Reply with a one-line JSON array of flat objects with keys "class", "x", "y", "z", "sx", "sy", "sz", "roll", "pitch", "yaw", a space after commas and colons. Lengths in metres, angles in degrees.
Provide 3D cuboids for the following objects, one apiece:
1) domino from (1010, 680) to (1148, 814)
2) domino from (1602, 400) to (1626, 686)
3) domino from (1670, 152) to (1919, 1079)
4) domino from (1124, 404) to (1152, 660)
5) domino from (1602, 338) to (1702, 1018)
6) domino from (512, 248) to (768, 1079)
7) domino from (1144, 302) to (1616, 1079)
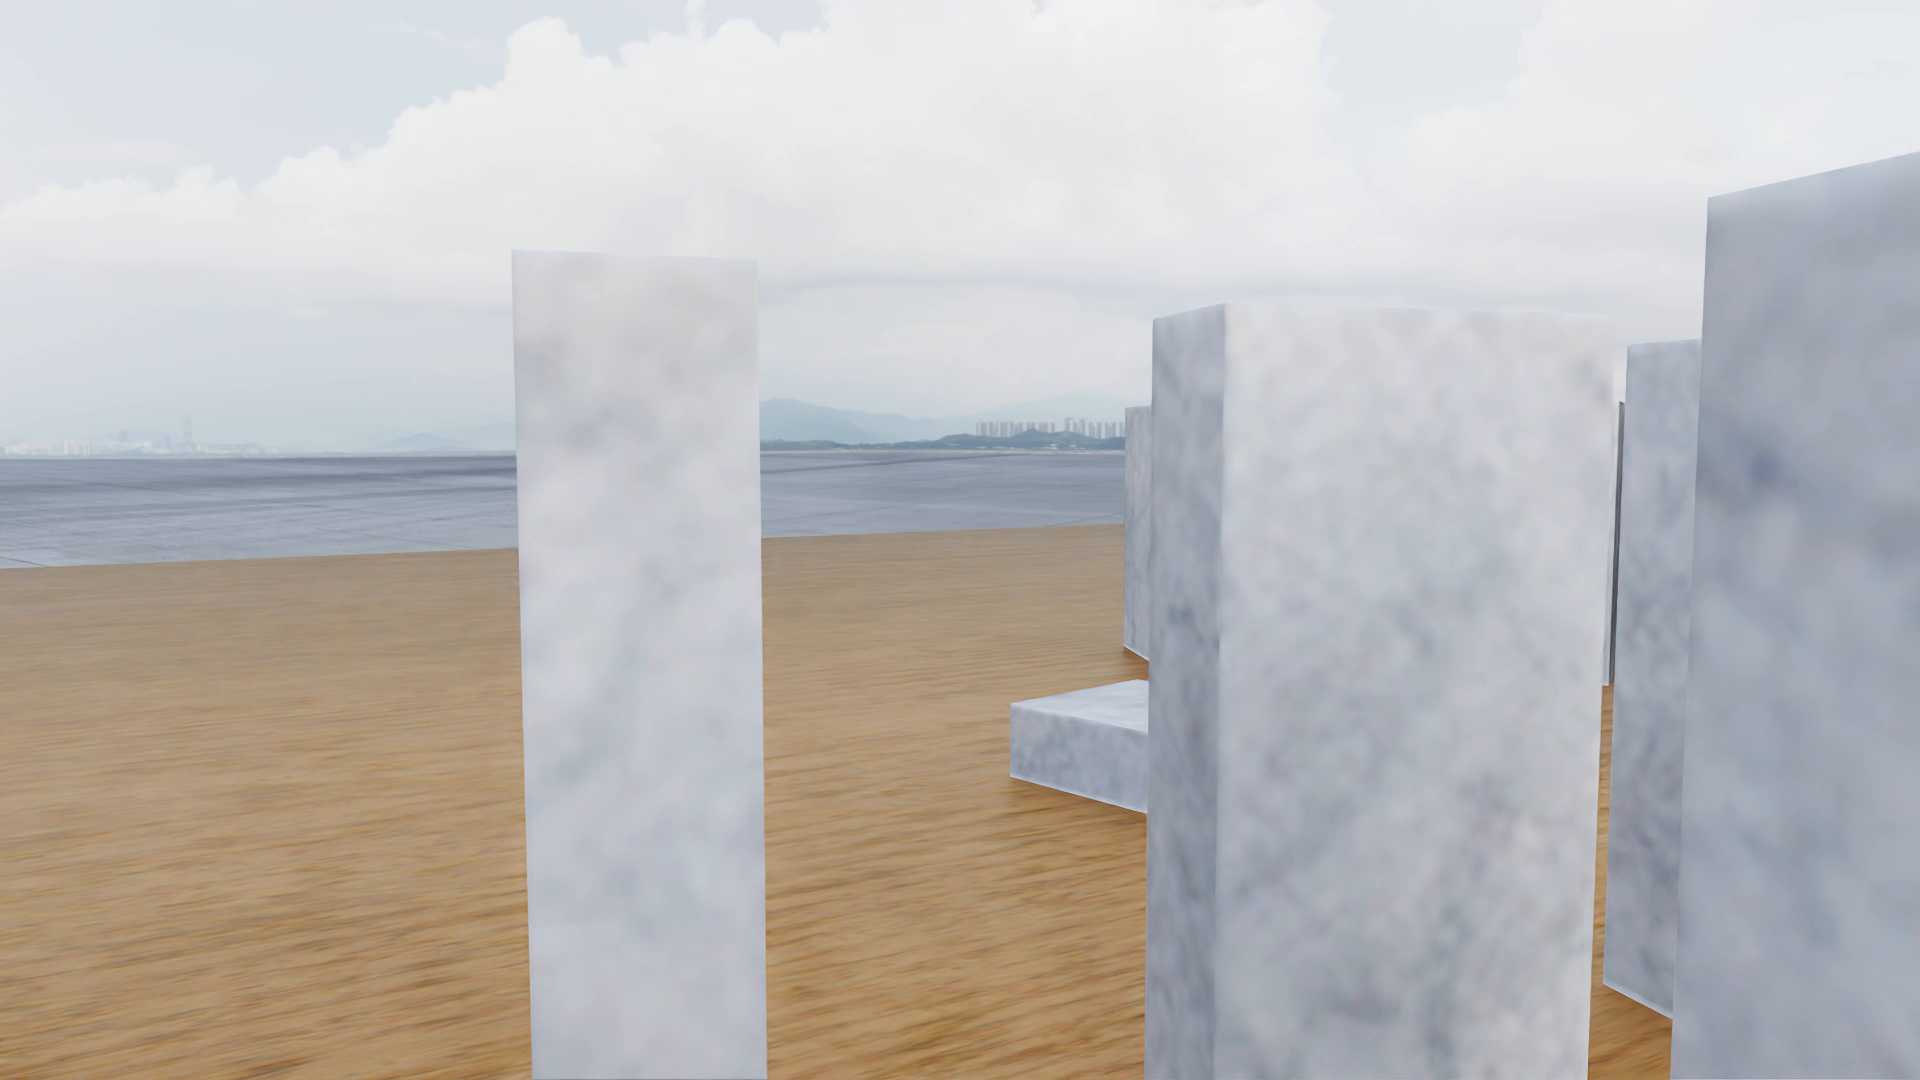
[{"class": "domino", "x": 0.032, "y": 0.026, "z": 0.154, "sx": 0.025, "sy": 0.009, "sz": 0.050, "roll": -4, "pitch": 6, "yaw": -42}, {"class": "domino", "x": 0.116, "y": 0.000, "z": 0.237, "sx": 0.010, "sy": 0.050, "sz": 0.025, "roll": 2, "pitch": 5, "yaw": 30}, {"class": "domino", "x": 0.036, "y": 0.015, "z": 0.040, "sx": 0.025, "sy": 0.050, "sz": 0.009, "roll": -1, "pitch": 4, "yaw": -16}, {"class": "domino", "x": 0.041, "y": -0.002, "z": 0.257, "sx": 0.010, "sy": 0.050, "sz": 0.025, "roll": -1, "pitch": 4, "yaw": -8}, {"class": "domino", "x": 0.059, "y": 0.011, "z": 0.089, "sx": 0.009, "sy": 0.050, "sz": 0.025, "roll": -1, "pitch": 4, "yaw": -17}, {"class": "domino", "x": -0.017, "y": 0.013, "z": 0.065, "sx": 0.010, "sy": 0.050, "sz": 0.025, "roll": -1, "pitch": 4, "yaw": -17}, {"class": "domino", "x": 0.025, "y": 0.012, "z": 0.078, "sx": 0.025, "sy": 0.050, "sz": 0.009, "roll": -1, "pitch": 4, "yaw": -15}]
